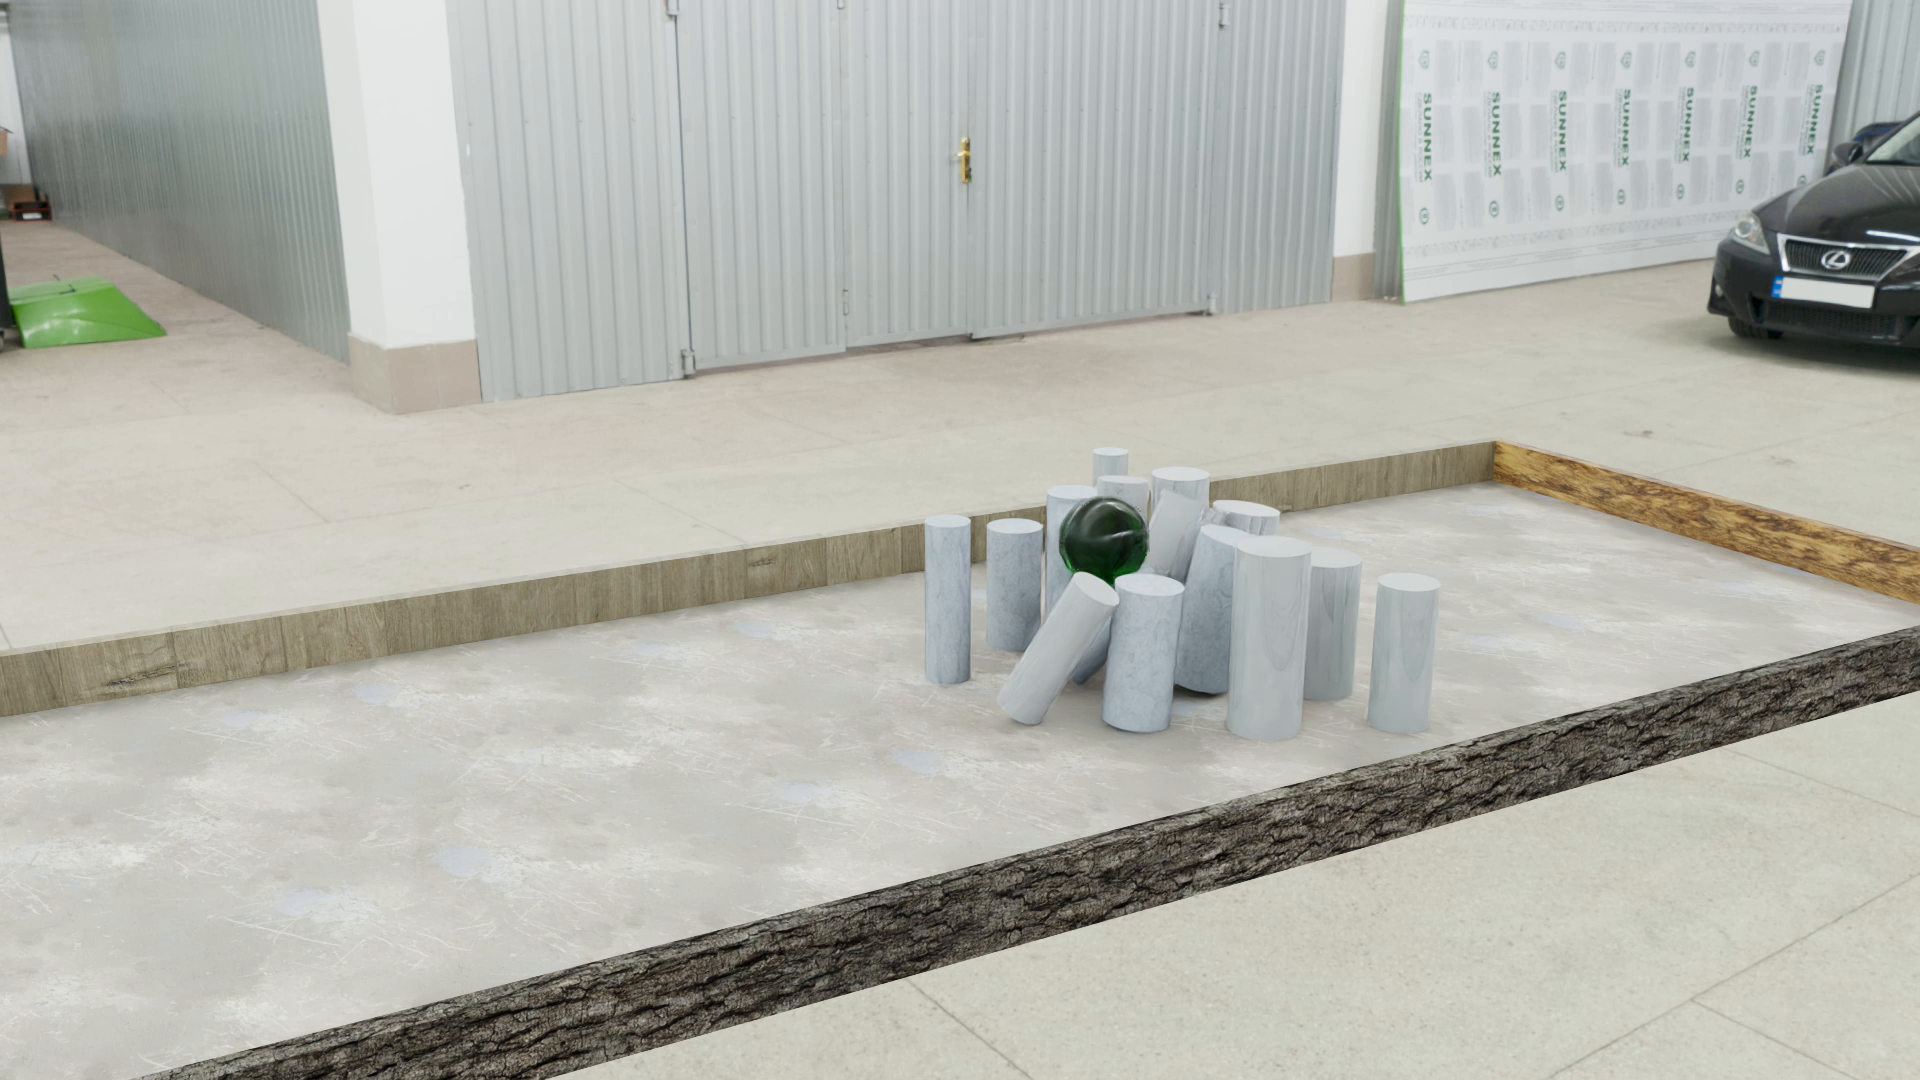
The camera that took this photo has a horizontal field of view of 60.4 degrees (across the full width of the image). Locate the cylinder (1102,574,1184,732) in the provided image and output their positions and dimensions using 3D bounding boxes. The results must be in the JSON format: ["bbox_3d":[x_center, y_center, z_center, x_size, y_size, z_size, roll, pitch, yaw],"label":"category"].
[{"bbox_3d":[0.426,0.262,3.854,0.162,0.334,0.162,4,17,-1],"label":"cylinder"}]

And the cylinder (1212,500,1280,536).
[{"bbox_3d":[0.727,0.094,4.352,0.175,0.366,0.175,7,13,-2],"label":"cylinder"}]

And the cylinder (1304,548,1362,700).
[{"bbox_3d":[0.890,0.204,4.059,0.173,0.339,0.173,0,16,0],"label":"cylinder"}]

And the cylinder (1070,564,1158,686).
[{"bbox_3d":[0.380,0.211,4.093,0.326,0.126,0.126,-41,19,3],"label":"cylinder"}]

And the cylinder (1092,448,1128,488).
[{"bbox_3d":[0.438,-0.063,4.852,0.104,0.405,0.104,0,16,0],"label":"cylinder"}]

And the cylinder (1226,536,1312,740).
[{"bbox_3d":[0.712,0.225,3.807,0.173,0.441,0.173,0,16,0],"label":"cylinder"}]

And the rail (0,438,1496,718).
[{"bbox_3d":[-3.305,0.497,3.399,12.000,0.150,0.050,-9,18,-27],"label":"rail"}]

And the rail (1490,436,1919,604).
[{"bbox_3d":[2.466,-0.048,5.253,0.050,0.150,2.100,-9,18,-27],"label":"rail"}]

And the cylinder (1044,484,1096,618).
[{"bbox_3d":[0.315,0.039,4.585,0.154,0.359,0.154,0,16,0],"label":"cylinder"}]

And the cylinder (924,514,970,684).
[{"bbox_3d":[-0.030,0.149,4.120,0.114,0.409,0.114,0,16,0],"label":"cylinder"}]

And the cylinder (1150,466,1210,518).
[{"bbox_3d":[0.603,0.017,4.562,0.159,0.414,0.159,0,16,0],"label":"cylinder"}]

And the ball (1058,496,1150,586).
[{"bbox_3d":[0.355,0.002,4.084,0.225,0.225,0.225,0,16,0],"label":"ball"}]

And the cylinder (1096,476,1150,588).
[{"bbox_3d":[0.421,0.056,4.369,0.136,0.436,0.136,2,10,0],"label":"cylinder"}]

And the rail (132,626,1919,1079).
[{"bbox_3d":[-2.336,1.006,1.665,12.000,0.150,0.050,-9,18,-27],"label":"rail"}]

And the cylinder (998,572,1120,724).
[{"bbox_3d":[0.225,0.253,3.825,0.120,0.366,0.120,25,25,-13],"label":"cylinder"}]

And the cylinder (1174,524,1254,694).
[{"bbox_3d":[0.629,0.170,4.058,0.176,0.376,0.176,12,16,-4],"label":"cylinder"}]

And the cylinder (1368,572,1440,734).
[{"bbox_3d":[1.034,0.263,3.845,0.141,0.347,0.141,0,16,0],"label":"cylinder"}]

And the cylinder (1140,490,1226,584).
[{"bbox_3d":[0.521,0.095,4.232,0.174,0.418,0.174,23,3,-1],"label":"cylinder"}]

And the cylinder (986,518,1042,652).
[{"bbox_3d":[0.143,0.118,4.377,0.146,0.324,0.146,0,16,0],"label":"cylinder"}]
